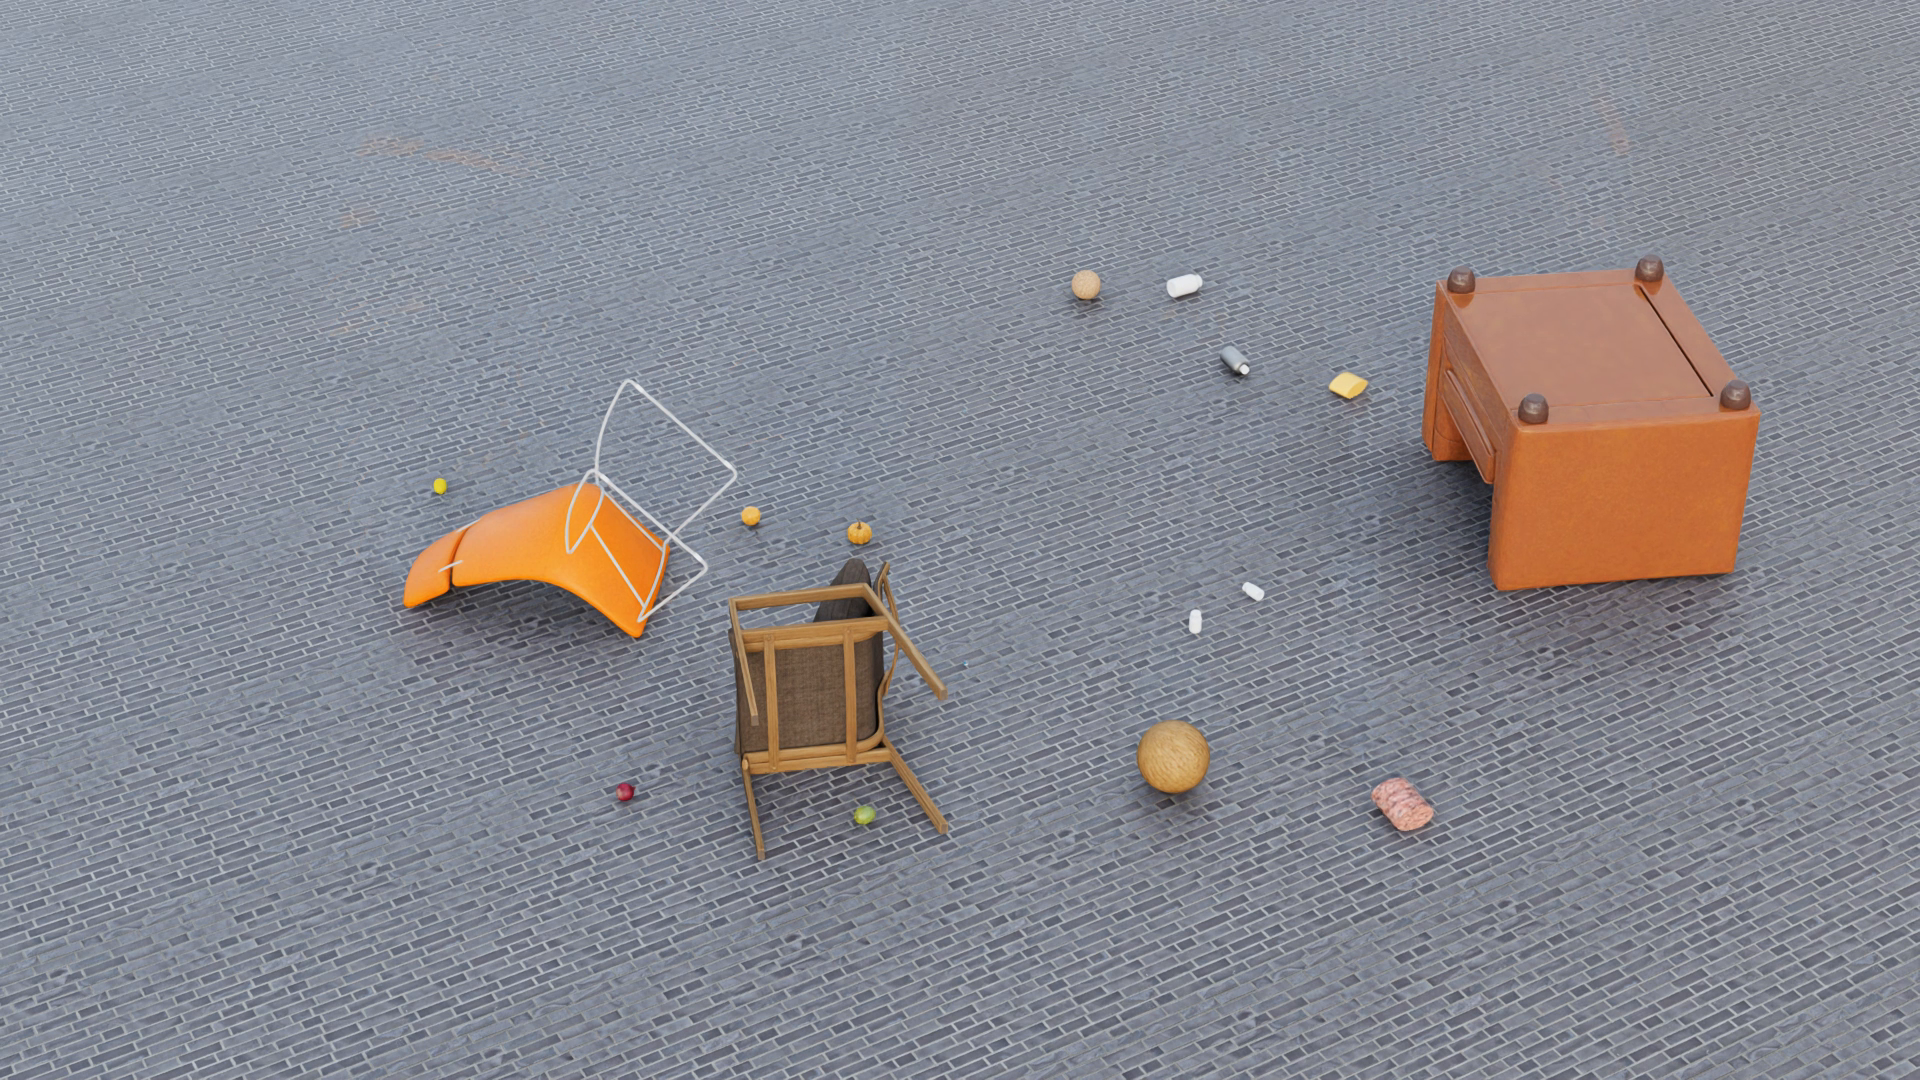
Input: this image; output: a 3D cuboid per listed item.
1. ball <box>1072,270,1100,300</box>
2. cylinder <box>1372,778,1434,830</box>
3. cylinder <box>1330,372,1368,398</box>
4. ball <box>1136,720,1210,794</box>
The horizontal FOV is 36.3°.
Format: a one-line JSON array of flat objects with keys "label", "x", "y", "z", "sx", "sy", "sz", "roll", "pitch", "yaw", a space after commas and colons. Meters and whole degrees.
[{"label": "ball", "x": 0.537, "y": -1.087, "z": 12.480, "sx": 0.126, "sy": 0.126, "sz": 0.126, "roll": 0, "pitch": 33, "yaw": 0}, {"label": "cylinder", "x": 1.443, "y": 0.860, "z": 9.558, "sx": 0.138, "sy": 0.088, "sz": 0.163, "roll": -16, "pitch": 36, "yaw": -16}, {"label": "cylinder", "x": 1.569, "y": -0.627, "z": 11.841, "sx": 0.130, "sy": 0.058, "sz": 0.092, "roll": -32, "pitch": 45, "yaw": -32}, {"label": "ball", "x": 0.702, "y": 0.712, "z": 9.644, "sx": 0.242, "sy": 0.242, "sz": 0.242, "roll": 0, "pitch": 33, "yaw": 0}]
